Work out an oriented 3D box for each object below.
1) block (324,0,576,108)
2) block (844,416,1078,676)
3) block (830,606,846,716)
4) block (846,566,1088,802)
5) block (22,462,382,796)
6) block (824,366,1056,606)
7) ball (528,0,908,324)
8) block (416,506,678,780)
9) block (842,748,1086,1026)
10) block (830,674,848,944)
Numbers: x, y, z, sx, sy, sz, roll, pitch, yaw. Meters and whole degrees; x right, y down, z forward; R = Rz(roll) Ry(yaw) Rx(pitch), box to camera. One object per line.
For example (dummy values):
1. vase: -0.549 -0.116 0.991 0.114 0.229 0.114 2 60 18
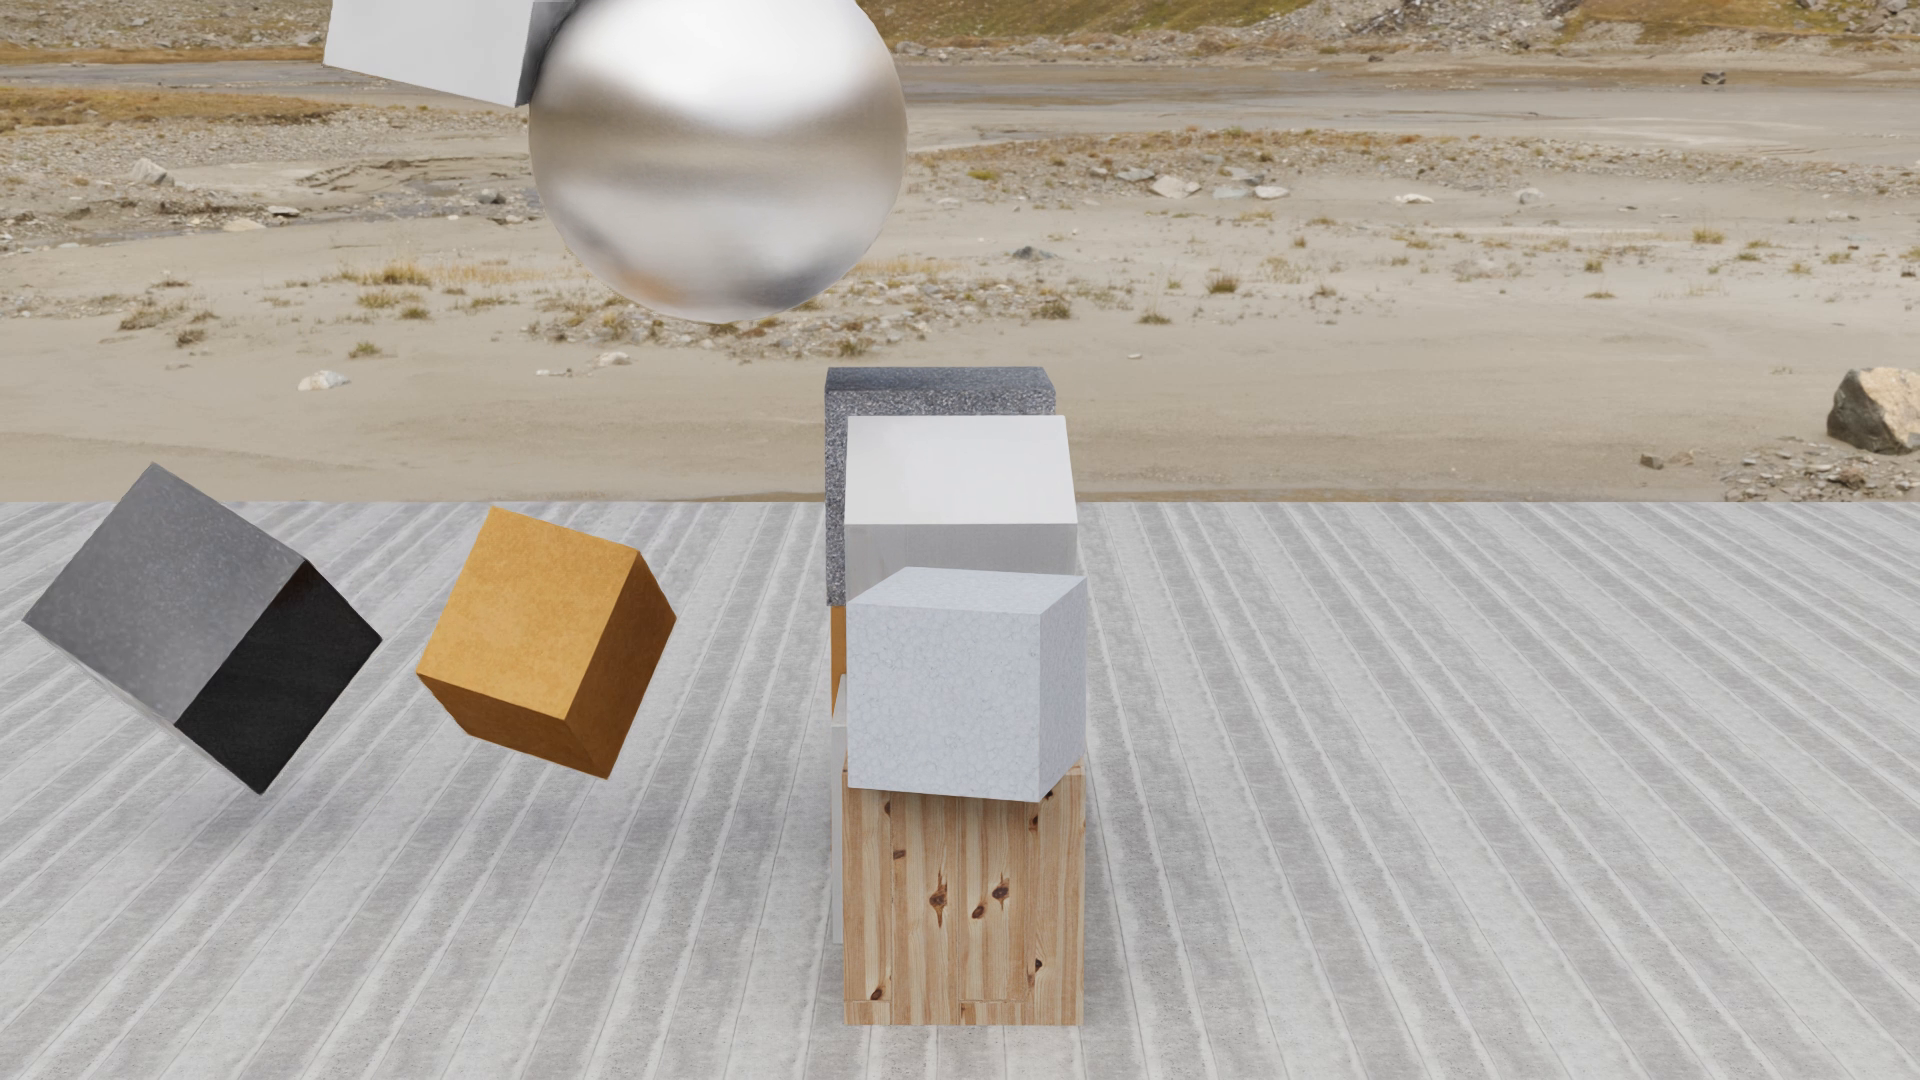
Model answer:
1. block: -2.095 -2.415 10.868 0.806 0.938 0.935 13 14 0
2. block: -0.008 0.104 10.604 0.909 0.917 0.914 0 30 -1
3. block: -0.016 0.793 11.835 1.104 1.206 1.086 0 10 0
4. block: 0.036 0.514 9.432 0.711 0.679 0.714 3 11 16
5. block: -3.494 0.420 11.916 0.980 0.923 0.939 29 -17 21
6. block: -0.100 -0.260 11.604 0.999 0.948 0.906 0 10 -2
7. ball: -1.019 -1.721 10.867 1.600 1.600 1.600 0 10 0
8. block: -1.884 0.480 11.813 0.738 0.851 0.821 16 -21 13
9. block: 0.017 1.258 9.944 0.895 0.968 0.899 0 10 0
10. block: -0.015 1.118 10.862 1.010 0.914 0.924 0 10 0
